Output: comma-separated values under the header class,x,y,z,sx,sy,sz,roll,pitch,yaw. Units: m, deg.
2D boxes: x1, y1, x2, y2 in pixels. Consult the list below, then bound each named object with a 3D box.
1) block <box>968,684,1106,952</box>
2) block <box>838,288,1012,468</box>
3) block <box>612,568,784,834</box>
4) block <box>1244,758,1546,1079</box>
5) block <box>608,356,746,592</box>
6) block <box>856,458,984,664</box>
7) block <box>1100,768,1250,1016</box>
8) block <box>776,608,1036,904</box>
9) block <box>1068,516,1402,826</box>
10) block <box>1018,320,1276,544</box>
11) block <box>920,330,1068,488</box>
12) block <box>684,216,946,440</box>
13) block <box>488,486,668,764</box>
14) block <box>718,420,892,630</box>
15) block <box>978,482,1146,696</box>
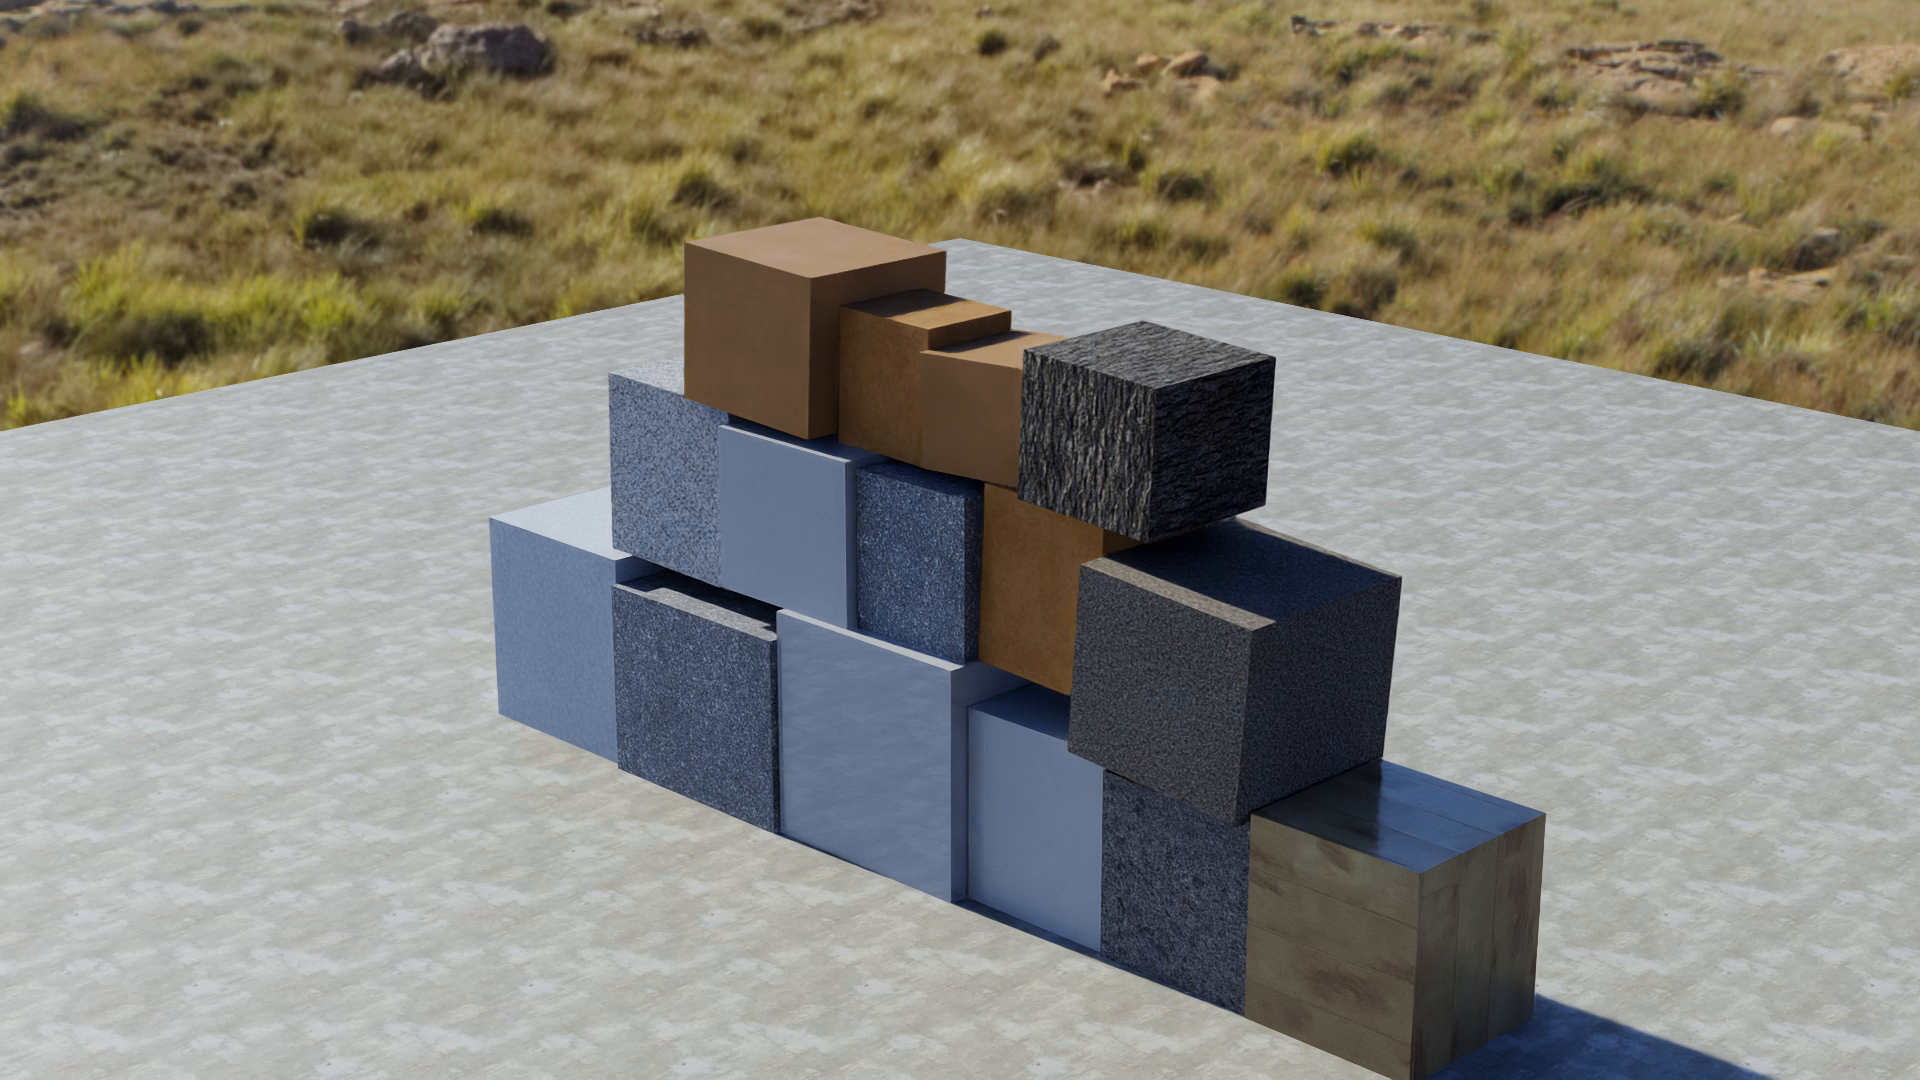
class,x,y,z,sx,sy,sz,roll,pitch,yaw
block,0.601,1.179,13.065,0.776,0.916,0.816,-17,24,-42
block,-0.162,-0.742,13.304,0.526,0.637,0.575,-17,25,-42
block,-0.918,0.694,14.525,1.078,0.967,1.175,-17,24,-42
block,1.767,1.534,11.947,0.846,0.909,0.837,-17,24,-42
block,-1.132,-0.370,14.420,0.780,0.903,0.896,-17,25,-42
block,0.042,0.033,13.286,0.750,0.753,0.687,-17,24,-42
block,1.201,1.374,12.537,0.881,0.861,0.807,-17,24,-42
block,-0.094,0.875,13.710,0.996,1.109,1.146,-17,24,-42
block,1.146,0.522,12.293,0.976,0.849,0.924,-17,28,-42
block,0.785,-0.472,12.390,0.741,0.659,0.758,20,26,41
block,0.273,-0.583,12.884,0.615,0.526,0.636,-17,21,-42
block,-0.684,-1.009,13.749,0.852,0.754,0.873,-17,26,-42
block,-1.698,0.398,15.268,1.030,1.084,1.036,-17,24,-42
block,-0.511,-0.154,13.815,0.880,0.792,0.873,-17,24,-42
block,0.570,0.160,12.810,0.651,0.826,0.698,-17,27,-42
